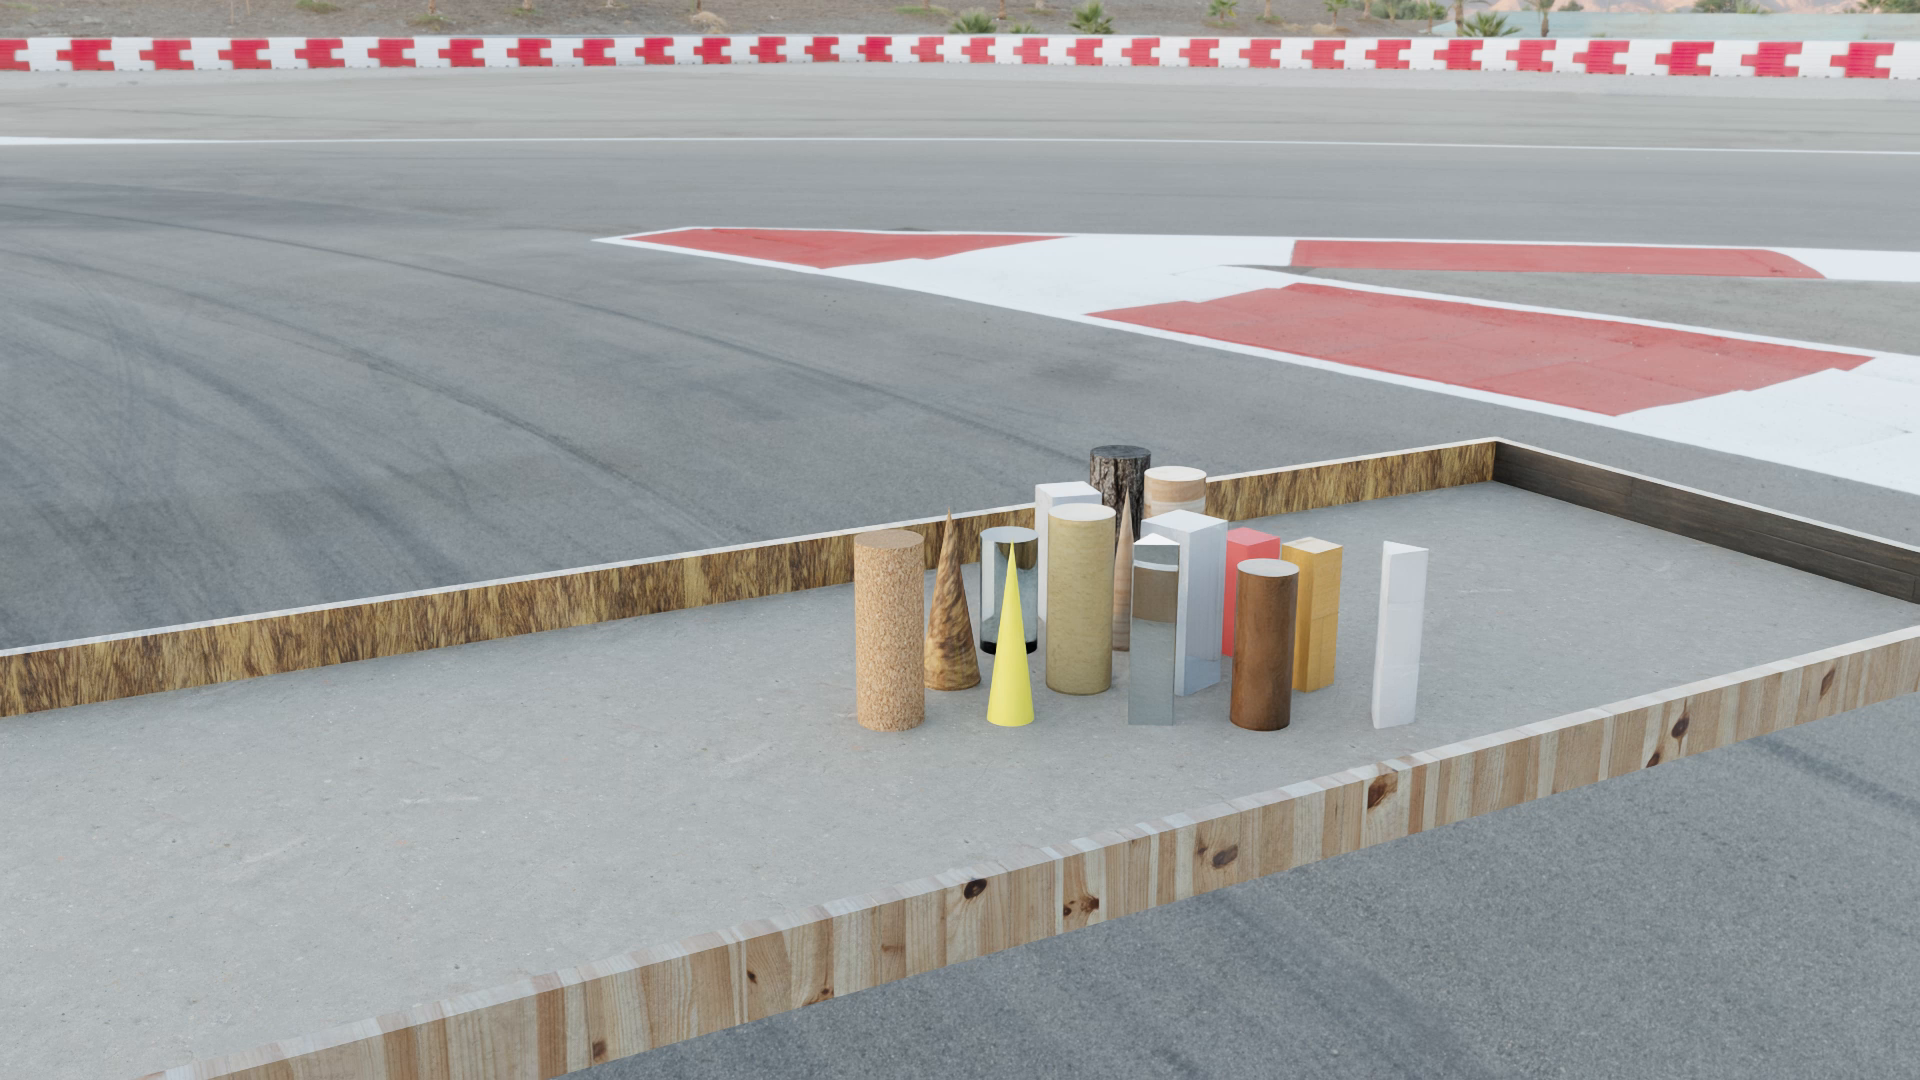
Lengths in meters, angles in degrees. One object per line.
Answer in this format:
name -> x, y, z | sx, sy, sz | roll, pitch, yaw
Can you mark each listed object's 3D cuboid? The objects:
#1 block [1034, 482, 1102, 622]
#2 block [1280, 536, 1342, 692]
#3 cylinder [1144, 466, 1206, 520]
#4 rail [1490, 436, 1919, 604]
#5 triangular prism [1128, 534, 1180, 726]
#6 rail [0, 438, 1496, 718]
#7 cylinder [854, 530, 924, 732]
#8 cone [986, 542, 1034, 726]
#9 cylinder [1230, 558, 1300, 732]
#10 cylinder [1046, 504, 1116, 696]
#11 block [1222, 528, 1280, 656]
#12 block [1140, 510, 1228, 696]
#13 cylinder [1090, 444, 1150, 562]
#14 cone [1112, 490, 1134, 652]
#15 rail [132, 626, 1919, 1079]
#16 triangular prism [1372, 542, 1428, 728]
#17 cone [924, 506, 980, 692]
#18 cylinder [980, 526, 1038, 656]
block -> 0.297, 0.038, 4.570 | 0.142, 0.370, 0.142 | -5, 17, -15
block -> 0.863, 0.185, 4.091 | 0.104, 0.359, 0.104 | -13, 21, -37
cylinder -> 0.592, 0.012, 4.590 | 0.169, 0.407, 0.169 | 0, 16, 0
rail -> 2.466, -0.048, 5.253 | 0.050, 0.150, 2.100 | -9, 18, -27
triangular prism -> 0.448, 0.209, 3.857 | 0.104, 0.443, 0.090 | 1, 16, 2
rail -> -3.305, 0.497, 3.399 | 12.000, 0.150, 0.050 | -9, 18, -27
cylinder -> -0.163, 0.210, 3.851 | 0.160, 0.444, 0.160 | 0, 16, 0
cone -> 0.120, 0.206, 3.858 | 0.113, 0.448, 0.113 | 0, 16, 0
cylinder -> 0.710, 0.244, 3.853 | 0.141, 0.378, 0.141 | 0, 16, 0
cylinder -> 0.296, 0.146, 4.068 | 0.164, 0.446, 0.164 | 0, 16, 0
block -> 0.742, 0.140, 4.327 | 0.126, 0.311, 0.126 | -13, 21, -37
block -> 0.548, 0.154, 4.087 | 0.150, 0.420, 0.150 | -16, 22, -42
cylinder -> 0.466, -0.061, 4.840 | 0.175, 0.407, 0.175 | 0, 16, 0
cone -> 0.436, 0.067, 4.346 | 0.114, 0.440, 0.114 | 0, 16, 0
rail -> -2.336, 1.006, 1.665 | 12.000, 0.150, 0.050 | -9, 18, -27
triangular prism -> 1.005, 0.219, 3.856 | 0.108, 0.425, 0.094 | -6, 18, -21
cone -> -0.026, 0.134, 4.094 | 0.158, 0.454, 0.158 | 0, 16, 0
cylinder -> 0.129, 0.134, 4.347 | 0.154, 0.310, 0.154 | 0, 16, 0
